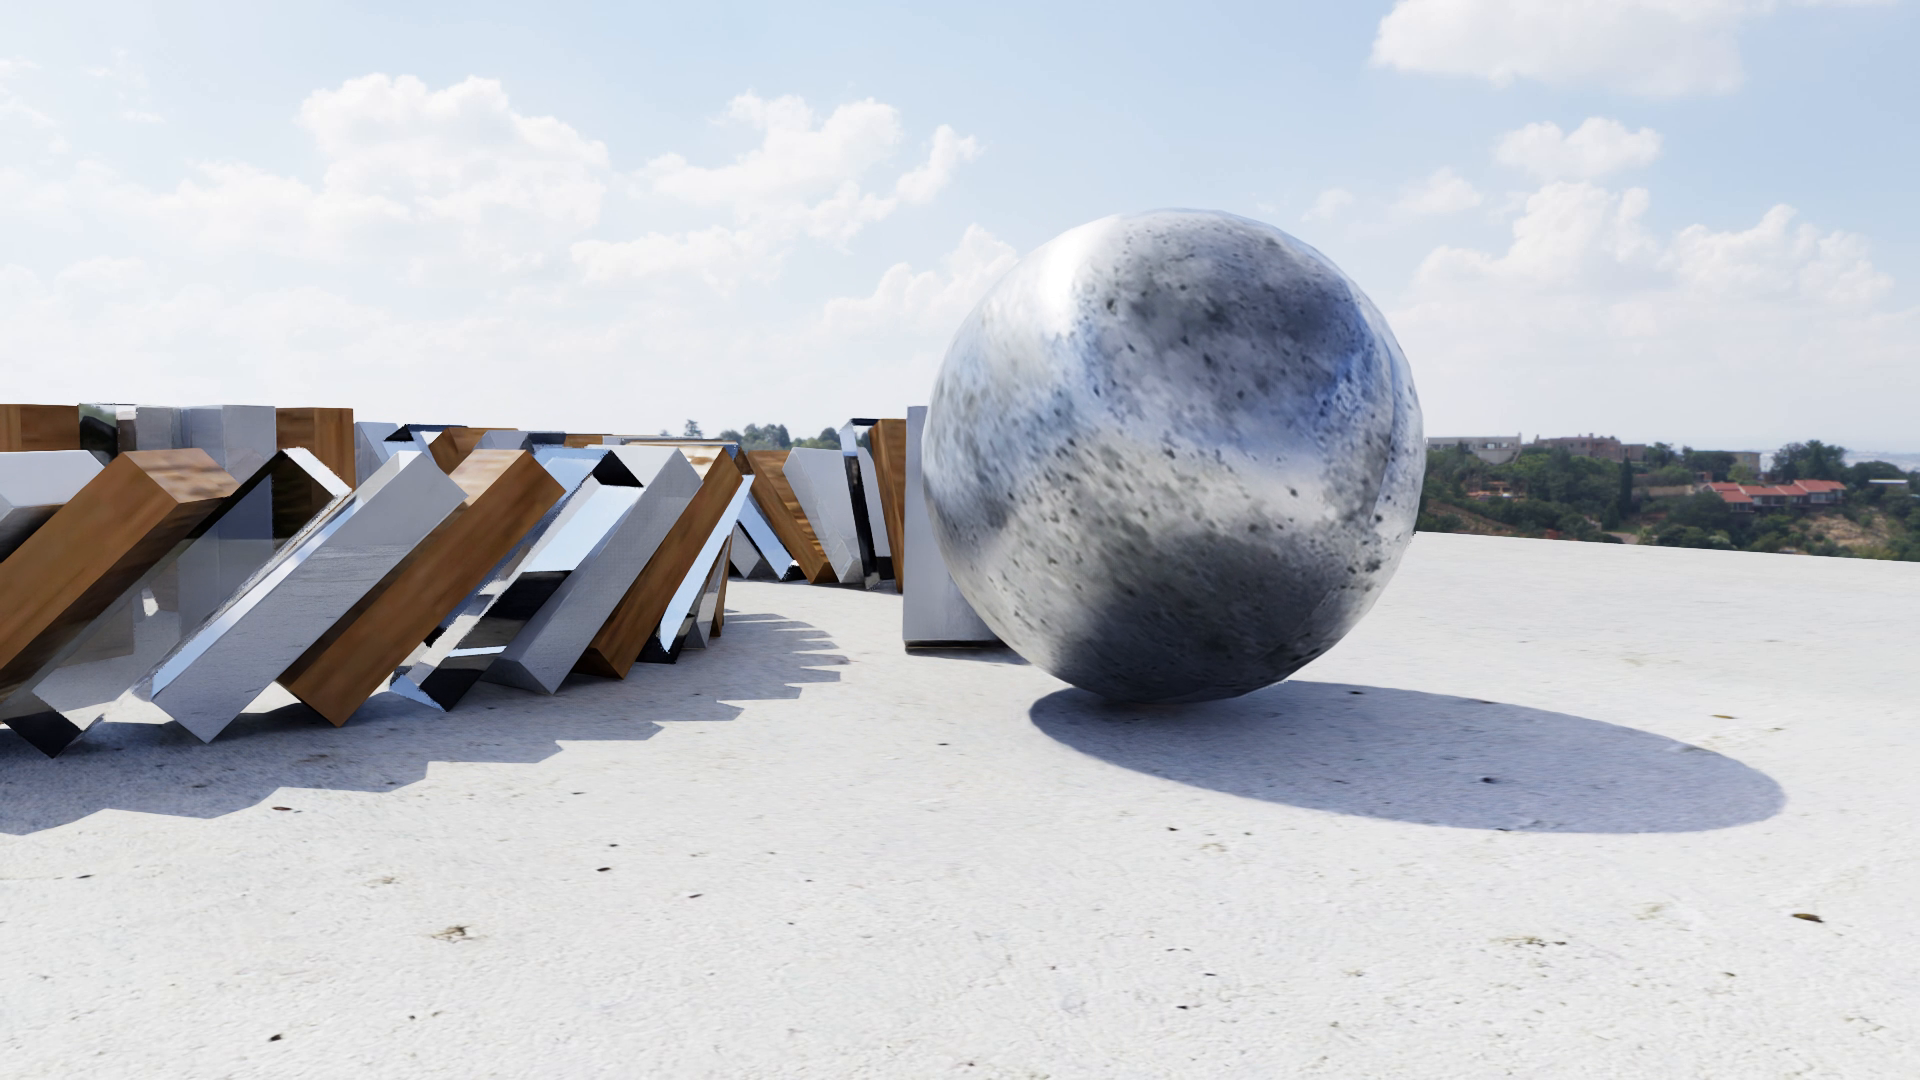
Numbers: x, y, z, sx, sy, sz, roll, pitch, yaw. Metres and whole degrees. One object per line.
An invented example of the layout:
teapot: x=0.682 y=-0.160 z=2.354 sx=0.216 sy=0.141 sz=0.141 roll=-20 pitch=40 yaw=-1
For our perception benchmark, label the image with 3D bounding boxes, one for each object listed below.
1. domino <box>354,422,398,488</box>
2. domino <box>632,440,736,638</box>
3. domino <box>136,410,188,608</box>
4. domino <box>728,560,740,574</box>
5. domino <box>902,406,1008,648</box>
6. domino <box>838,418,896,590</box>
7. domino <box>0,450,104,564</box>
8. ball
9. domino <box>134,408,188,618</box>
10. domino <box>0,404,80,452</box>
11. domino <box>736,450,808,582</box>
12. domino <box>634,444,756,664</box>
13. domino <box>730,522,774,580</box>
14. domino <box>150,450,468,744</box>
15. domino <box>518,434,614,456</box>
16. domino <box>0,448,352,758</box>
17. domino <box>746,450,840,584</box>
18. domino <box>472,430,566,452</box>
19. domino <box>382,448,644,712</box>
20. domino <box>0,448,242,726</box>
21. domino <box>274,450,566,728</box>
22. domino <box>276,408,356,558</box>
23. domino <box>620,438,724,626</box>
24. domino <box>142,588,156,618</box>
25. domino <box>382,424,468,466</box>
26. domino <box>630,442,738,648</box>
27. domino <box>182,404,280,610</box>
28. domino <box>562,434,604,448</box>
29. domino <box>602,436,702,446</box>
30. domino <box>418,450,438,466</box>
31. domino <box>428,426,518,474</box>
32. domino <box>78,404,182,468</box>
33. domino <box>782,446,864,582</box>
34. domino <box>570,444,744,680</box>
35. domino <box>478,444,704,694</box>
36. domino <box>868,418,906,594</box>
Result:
domino: x=-0.154 y=-0.009 z=0.358 sx=0.009 sy=0.050 sz=0.025 roll=-28 pitch=4 yaw=1
domino: x=-0.066 y=-0.001 z=0.294 sx=0.025 sy=0.050 sz=0.009 roll=0 pitch=-38 yaw=-1
domino: x=-0.200 y=-0.007 z=0.327 sx=0.025 sy=0.050 sz=0.009 roll=3 pitch=21 yaw=34
domino: x=-0.086 y=-0.010 z=0.428 sx=0.050 sy=0.010 sz=0.025 roll=48 pitch=25 yaw=20
domino: x=0.001 y=-0.003 z=0.270 sx=0.025 sy=0.050 sz=0.009 roll=0 pitch=-14 yaw=2
domino: x=-0.019 y=-0.011 z=0.380 sx=0.025 sy=0.050 sz=0.009 roll=-2 pitch=-18 yaw=-30
domino: x=-0.142 y=0.009 z=0.176 sx=0.050 sy=0.009 sz=0.025 roll=-43 pitch=5 yaw=2
ball: x=0.034 y=-0.013 z=0.210 sx=0.080 sy=0.080 sz=0.080 roll=0 pitch=4 yaw=0
domino: x=-0.205 y=-0.006 z=0.314 sx=0.025 sy=0.050 sz=0.009 roll=2 pitch=17 yaw=21
domino: x=-0.178 y=-0.002 z=0.255 sx=0.009 sy=0.050 sz=0.025 roll=2 pitch=5 yaw=14
domino: x=-0.059 y=-0.009 z=0.413 sx=0.025 sy=0.009 sz=0.050 roll=-5 pitch=48 yaw=-50
domino: x=-0.063 y=0.002 z=0.263 sx=0.025 sy=0.050 sz=0.010 roll=1 pitch=-40 yaw=18
domino: x=-0.073 y=-0.009 z=0.421 sx=0.050 sy=0.010 sz=0.025 roll=49 pitch=28 yaw=22
domino: x=-0.101 y=0.007 z=0.199 sx=0.050 sy=0.009 sz=0.025 roll=-49 pitch=26 yaw=-19
domino: x=-0.098 y=-0.006 z=0.344 sx=0.025 sy=0.050 sz=0.009 roll=-4 pitch=-32 yaw=-44
domino: x=-0.113 y=0.008 z=0.188 sx=0.050 sy=0.010 sz=0.025 roll=-47 pitch=18 yaw=-11
domino: x=-0.047 y=-0.008 z=0.404 sx=0.025 sy=0.009 sz=0.050 roll=-3 pitch=47 yaw=-45
domino: x=-0.111 y=-0.007 z=0.351 sx=0.010 sy=0.050 sz=0.025 roll=-39 pitch=-19 yaw=31
domino: x=-0.079 y=0.005 z=0.221 sx=0.025 sy=0.009 sz=0.050 roll=5 pitch=51 yaw=45
domino: x=-0.127 y=0.008 z=0.180 sx=0.050 sy=0.009 sz=0.025 roll=-44 pitch=11 yaw=-3
domino: x=-0.089 y=0.006 z=0.210 sx=0.025 sy=0.009 sz=0.050 roll=5 pitch=51 yaw=51
domino: x=-0.142 y=-0.003 z=0.274 sx=0.025 sy=0.050 sz=0.010 roll=2 pitch=5 yaw=26
domino: x=-0.070 y=-0.003 z=0.309 sx=0.025 sy=0.050 sz=0.009 roll=-1 pitch=-37 yaw=-10
domino: x=-0.207 y=-0.005 z=0.301 sx=0.025 sy=0.050 sz=0.009 roll=1 pitch=12 yaw=10
domino: x=-0.139 y=-0.008 z=0.360 sx=0.009 sy=0.050 sz=0.025 roll=-31 pitch=-5 yaw=17
domino: x=-0.064 y=0.000 z=0.280 sx=0.025 sy=0.050 sz=0.010 roll=0 pitch=-39 yaw=5
domino: x=-0.148 y=-0.002 z=0.261 sx=0.025 sy=0.050 sz=0.010 roll=4 pitch=5 yaw=43
domino: x=-0.086 y=-0.005 z=0.335 sx=0.025 sy=0.050 sz=0.009 roll=-3 pitch=-34 yaw=-33
domino: x=-0.076 y=-0.004 z=0.323 sx=0.025 sy=0.050 sz=0.009 roll=-1 pitch=-35 yaw=-18
domino: x=-0.163 y=-0.010 z=0.437 sx=0.050 sy=0.010 sz=0.025 roll=41 pitch=2 yaw=-5
domino: x=-0.125 y=-0.008 z=0.357 sx=0.009 sy=0.050 sz=0.025 roll=-35 pitch=-12 yaw=25
domino: x=-0.163 y=-0.002 z=0.255 sx=0.010 sy=0.050 sz=0.025 roll=0 pitch=4 yaw=-12
domino: x=-0.034 y=-0.008 z=0.397 sx=0.025 sy=0.010 sz=0.050 roll=2 pitch=43 yaw=-38
domino: x=-0.065 y=0.003 z=0.248 sx=0.025 sy=0.050 sz=0.009 roll=4 pitch=-40 yaw=27
domino: x=-0.071 y=0.004 z=0.235 sx=0.025 sy=0.009 sz=0.050 roll=4 pitch=51 yaw=34
domino: x=-0.009 y=-0.010 z=0.374 sx=0.025 sy=0.050 sz=0.009 roll=-2 pitch=-17 yaw=-29
